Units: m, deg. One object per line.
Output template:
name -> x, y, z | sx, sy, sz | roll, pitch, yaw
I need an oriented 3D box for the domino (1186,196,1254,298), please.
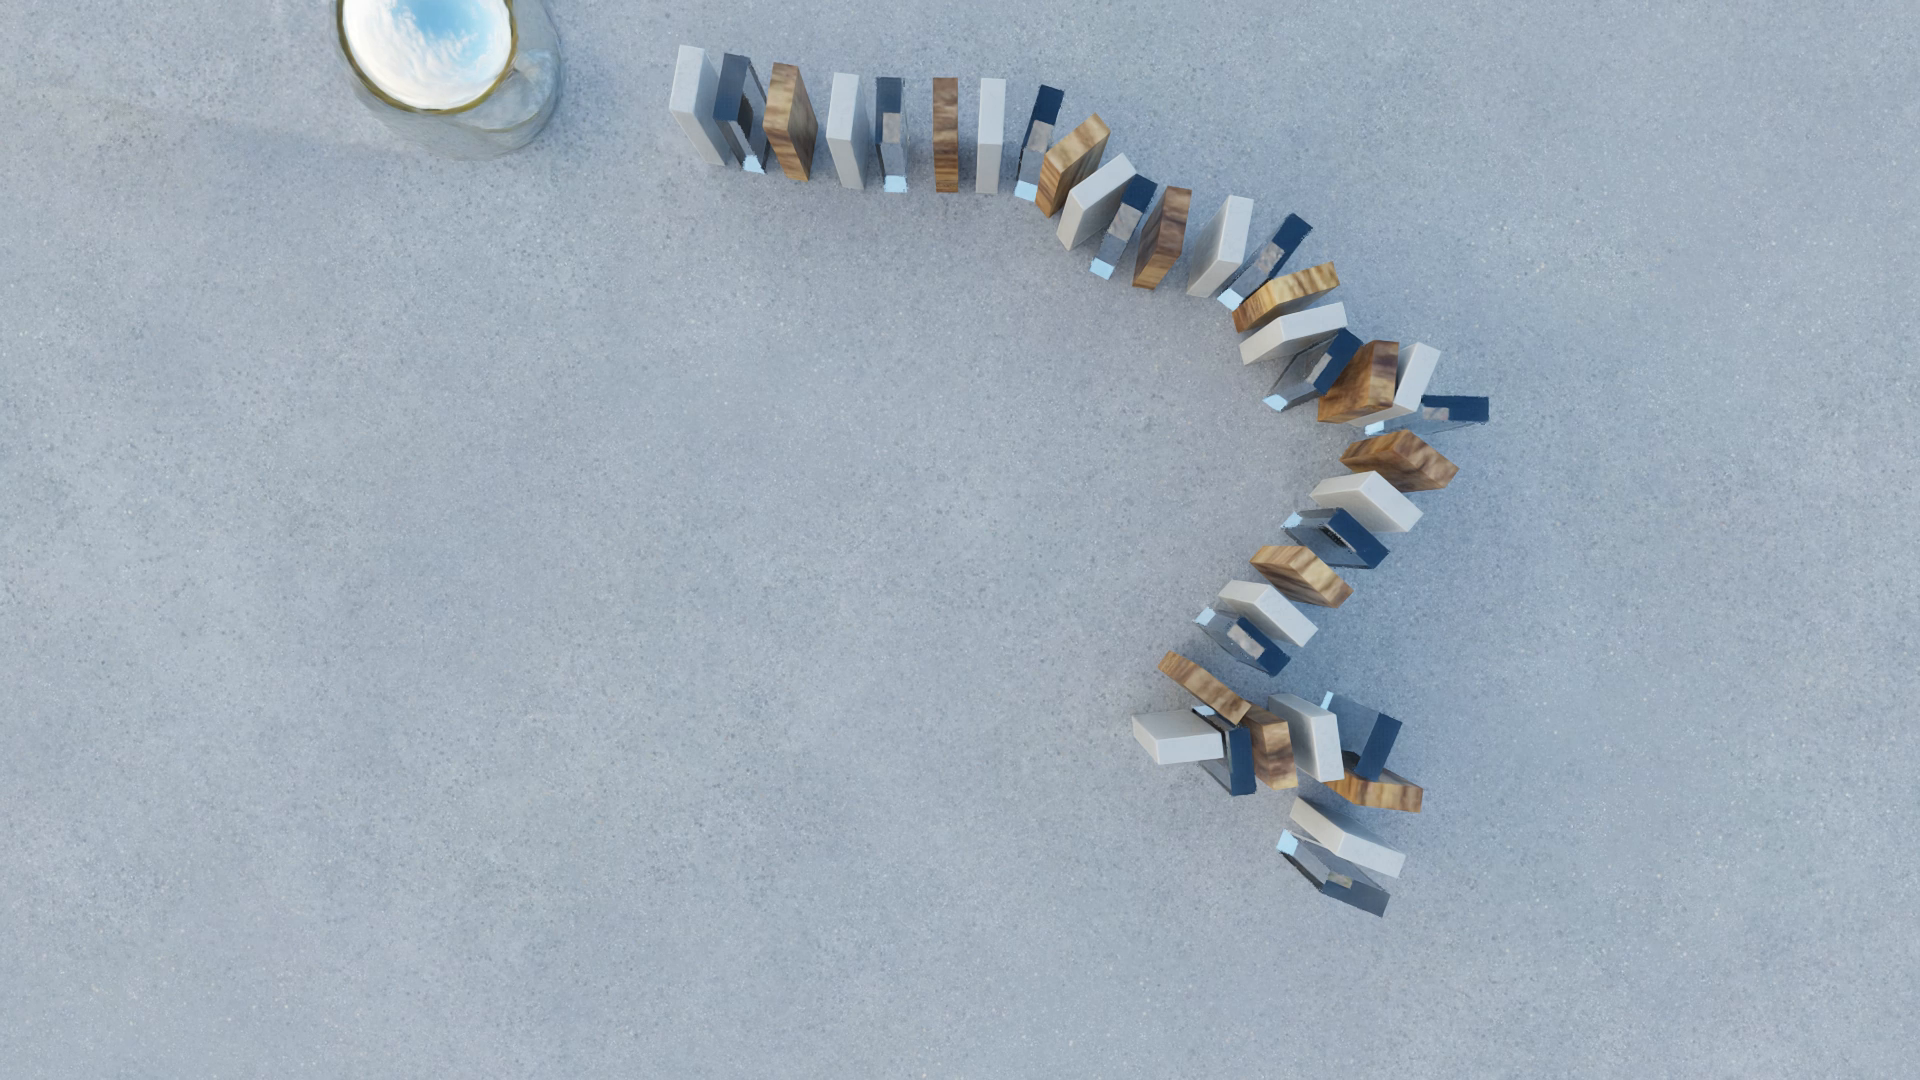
domino -> 0.105, -0.119, 0.375 | 0.010, 0.050, 0.025 | 11, 90, 0

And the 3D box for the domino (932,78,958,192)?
domino -> -0.006, -0.164, 0.375 | 0.010, 0.050, 0.025 | 0, 90, 0

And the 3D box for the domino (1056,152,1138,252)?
domino -> 0.055, -0.137, 0.375 | 0.025, 0.050, 0.010 | -36, 90, 0

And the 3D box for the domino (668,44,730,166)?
domino -> -0.104, -0.176, 0.375 | 0.009, 0.050, 0.025 | 10, 90, 0

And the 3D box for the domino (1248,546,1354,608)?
domino -> 0.138, 0.014, 0.375 | 0.025, 0.050, 0.009 | 43, 90, 0

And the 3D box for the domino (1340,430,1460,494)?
domino -> 0.178, -0.031, 0.375 | 0.025, 0.050, 0.010 | 37, 90, 0

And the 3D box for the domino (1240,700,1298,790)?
domino -> 0.122, 0.083, 0.375 | 0.010, 0.050, 0.025 | -10, 90, 0

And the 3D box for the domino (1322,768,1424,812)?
domino -> 0.164, 0.098, 0.375 | 0.025, 0.050, 0.009 | 7, 90, 0

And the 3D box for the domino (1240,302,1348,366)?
domino -> 0.135, -0.084, 0.375 | 0.025, 0.050, 0.010 | -13, 90, 0

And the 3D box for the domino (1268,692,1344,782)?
domino -> 0.141, 0.080, 0.375 | 0.009, 0.050, 0.025 | -8, 90, 0

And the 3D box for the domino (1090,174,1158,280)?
domino -> 0.066, -0.127, 0.375 | 0.009, 0.050, 0.025 | 27, 90, 0

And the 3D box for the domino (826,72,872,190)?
domino -> -0.045, -0.166, 0.375 | 0.009, 0.050, 0.025 | 7, 90, 0

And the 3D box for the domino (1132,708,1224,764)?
domino -> 0.088, 0.080, 0.375 | 0.025, 0.050, 0.009 | -6, 90, 0

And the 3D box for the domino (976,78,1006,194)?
domino -> 0.012, -0.164, 0.375 | 0.009, 0.050, 0.025 | 3, 90, 0

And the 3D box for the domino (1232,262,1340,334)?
domino -> 0.132, -0.098, 0.375 | 0.025, 0.050, 0.010 | -17, 90, 0

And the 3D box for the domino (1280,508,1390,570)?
domino -> 0.152, -0.001, 0.375 | 0.025, 0.050, 0.009 | 42, 90, 0

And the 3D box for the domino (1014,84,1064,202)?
domino -> 0.032, -0.161, 0.375 | 0.010, 0.050, 0.025 | 18, 90, 0

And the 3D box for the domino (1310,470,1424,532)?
domino -> 0.165, -0.015, 0.375 | 0.025, 0.050, 0.010 | 41, 90, 0

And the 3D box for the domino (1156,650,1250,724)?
domino -> 0.099, 0.059, 0.375 | 0.025, 0.050, 0.010 | 38, 90, 0

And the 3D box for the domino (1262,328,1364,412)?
domino -> 0.143, -0.068, 0.375 | 0.010, 0.050, 0.025 | 36, 90, 0

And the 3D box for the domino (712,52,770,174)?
domino -> -0.088, -0.173, 0.375 | 0.010, 0.050, 0.025 | 11, 90, 0

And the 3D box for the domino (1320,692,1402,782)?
domino -> 0.160, 0.079, 0.375 | 0.009, 0.050, 0.025 | 23, 90, 0

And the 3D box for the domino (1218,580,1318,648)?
domino -> 0.125, 0.029, 0.375 | 0.025, 0.050, 0.010 | 42, 90, 0

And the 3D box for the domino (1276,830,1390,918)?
domino -> 0.151, 0.135, 0.375 | 0.025, 0.050, 0.009 | 22, 90, 0

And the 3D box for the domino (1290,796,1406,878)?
domino -> 0.157, 0.121, 0.375 | 0.025, 0.050, 0.009 | 21, 90, 0

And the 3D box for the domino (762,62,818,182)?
domino -> -0.069, -0.170, 0.375 | 0.010, 0.050, 0.025 | 10, 90, 0

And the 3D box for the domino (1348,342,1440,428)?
domino -> 0.175, -0.062, 0.375 | 0.009, 0.050, 0.025 | 23, 90, 0

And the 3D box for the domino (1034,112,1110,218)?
domino -> 0.045, -0.152, 0.375 | 0.025, 0.050, 0.010 | -40, 90, 0

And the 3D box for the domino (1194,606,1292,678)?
domino -> 0.114, 0.041, 0.375 | 0.025, 0.050, 0.009 | 42, 90, 0

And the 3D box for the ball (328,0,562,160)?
ball -> -0.200, -0.193, 0.360 | 0.080, 0.080, 0.080 | 0, 90, 0

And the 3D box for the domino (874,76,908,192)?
domino -> -0.027, -0.164, 0.375 | 0.010, 0.050, 0.025 | 2, 90, 0

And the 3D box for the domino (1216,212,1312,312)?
domino -> 0.123, -0.112, 0.375 | 0.009, 0.050, 0.025 | 37, 90, 0

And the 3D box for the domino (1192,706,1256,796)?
domino -> 0.107, 0.085, 0.375 | 0.010, 0.050, 0.025 | -6, 90, 0

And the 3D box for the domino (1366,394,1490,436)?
domino -> 0.190, -0.050, 0.375 | 0.025, 0.050, 0.009 | 2, 90, 0

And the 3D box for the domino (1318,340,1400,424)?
domino -> 0.162, -0.064, 0.375 | 0.010, 0.050, 0.025 | 6, 90, 0

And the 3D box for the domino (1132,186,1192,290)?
domino -> 0.082, -0.122, 0.375 | 0.010, 0.050, 0.025 | 10, 90, 0
